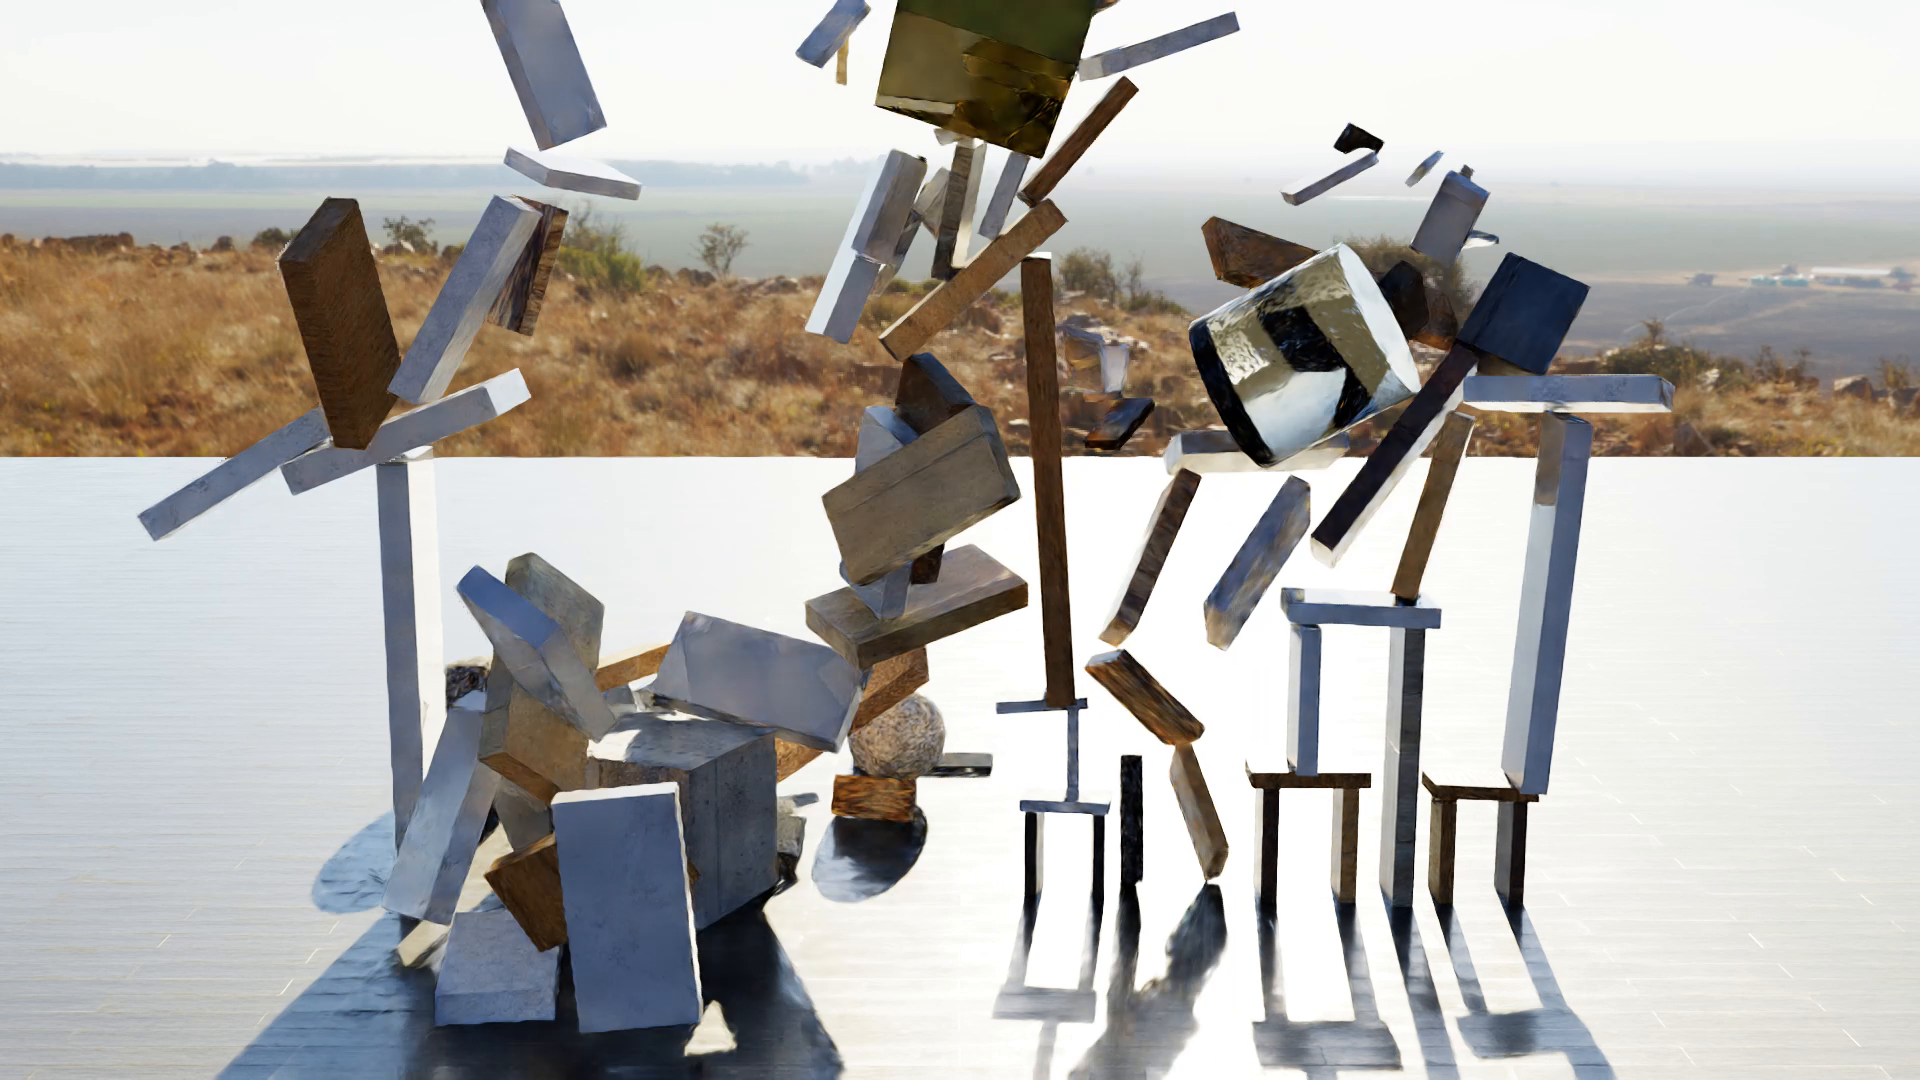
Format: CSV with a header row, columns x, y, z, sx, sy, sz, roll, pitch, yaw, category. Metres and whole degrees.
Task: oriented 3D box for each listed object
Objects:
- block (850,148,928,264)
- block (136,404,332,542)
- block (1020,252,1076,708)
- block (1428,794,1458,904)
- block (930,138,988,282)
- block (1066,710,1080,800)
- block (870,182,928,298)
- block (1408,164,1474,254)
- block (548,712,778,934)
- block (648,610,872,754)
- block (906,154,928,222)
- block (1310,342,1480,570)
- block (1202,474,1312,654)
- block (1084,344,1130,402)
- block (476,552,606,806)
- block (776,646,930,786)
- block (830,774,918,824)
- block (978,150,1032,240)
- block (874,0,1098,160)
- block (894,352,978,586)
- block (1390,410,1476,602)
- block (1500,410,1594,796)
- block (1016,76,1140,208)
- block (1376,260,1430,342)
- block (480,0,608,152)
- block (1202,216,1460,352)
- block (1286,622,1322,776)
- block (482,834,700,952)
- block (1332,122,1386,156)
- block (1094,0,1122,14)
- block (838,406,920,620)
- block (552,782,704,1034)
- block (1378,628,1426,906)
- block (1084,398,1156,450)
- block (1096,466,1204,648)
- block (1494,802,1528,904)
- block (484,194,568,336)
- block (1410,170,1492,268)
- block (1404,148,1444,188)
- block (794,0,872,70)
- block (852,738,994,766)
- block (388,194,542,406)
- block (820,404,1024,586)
x,y,z,sx,sy,sz,roll,pitch,yaw,category
-0.108,-0.512,3.377,0.023,0.166,0.083,25,6,27,block
-1.129,-0.111,3.486,0.339,0.048,0.170,-33,9,-10,block
0.143,-0.098,3.542,0.048,0.713,0.168,-3,11,3,block
0.800,0.505,3.650,0.025,0.174,0.087,0,11,0,block
0.000,-0.510,3.362,0.030,0.209,0.104,15,24,8,block
0.186,0.346,3.631,0.022,0.152,0.076,0,11,2,block
-0.094,-0.485,3.547,0.023,0.196,0.083,30,-37,-11,block
0.794,-0.546,3.625,0.021,0.147,0.073,34,-25,-1,block
-0.487,0.460,3.631,0.270,0.270,0.270,5,12,25,block
-0.338,0.240,3.741,0.338,0.048,0.169,14,59,13,block
-0.088,-0.553,3.538,0.018,0.129,0.064,26,-33,-17,block
0.709,-0.133,3.597,0.044,0.395,0.156,37,-4,15,block
0.524,0.041,3.862,0.042,0.300,0.150,28,-22,22,block
0.251,-0.284,3.757,0.065,0.018,0.130,-6,40,16,block
-0.644,0.215,3.407,0.051,0.359,0.180,-19,-40,26,block
-0.270,0.316,3.980,0.520,0.048,0.169,-35,36,23,block
-0.158,0.475,4.041,0.170,0.076,0.022,1,-7,31,block
0.084,-0.574,3.421,0.030,0.209,0.104,23,17,0,block
0.050,-0.750,3.127,0.258,0.258,0.258,17,-21,-3,block
-0.063,-0.114,3.562,0.048,0.336,0.168,-5,35,-29,block
0.766,-0.058,3.555,0.043,0.301,0.151,18,9,13,block
0.949,0.101,3.565,0.043,0.605,0.151,4,11,0,block
0.182,-0.622,3.444,0.033,0.236,0.118,41,1,-7,block
0.715,-0.347,3.961,0.044,0.311,0.156,42,-9,32,block
-0.659,-0.769,3.445,0.036,0.295,0.126,-8,18,39,block
0.693,-0.464,4.037,0.608,0.118,0.033,12,-37,-35,block
0.563,0.251,3.603,0.035,0.244,0.122,0,11,-1,block
-0.529,0.480,3.149,0.293,0.147,0.042,-25,16,28,block
0.665,-0.658,3.660,0.099,0.049,0.014,13,25,-48,block
0.211,-0.966,3.777,0.128,0.128,0.128,-21,11,30,block
-0.124,-0.045,3.579,0.044,0.309,0.154,-6,31,-30,block
-0.401,0.446,2.665,0.147,0.293,0.042,-5,11,-1,block
0.728,0.361,3.624,0.035,0.467,0.122,0,10,0,block
0.266,-0.194,3.657,0.065,0.018,0.130,4,37,36,block
0.328,0.032,3.801,0.042,0.300,0.150,26,-18,-1,block
0.914,0.505,3.649,0.025,0.174,0.087,0,11,-3,block
-0.702,-0.440,3.526,0.104,0.209,0.030,19,4,34,block
0.778,-0.509,3.491,0.073,0.147,0.021,35,48,15,block
0.822,-0.657,3.889,0.014,0.050,0.099,43,37,7,block
-0.204,-0.820,3.543,0.064,0.129,0.018,34,-8,44,block
-0.073,0.429,4.454,0.284,0.030,0.104,0,11,1,block
-0.764,-0.372,3.403,0.048,0.339,0.170,30,6,-4,block
-0.063,-0.067,3.390,0.314,0.154,0.044,-29,-19,28,block
